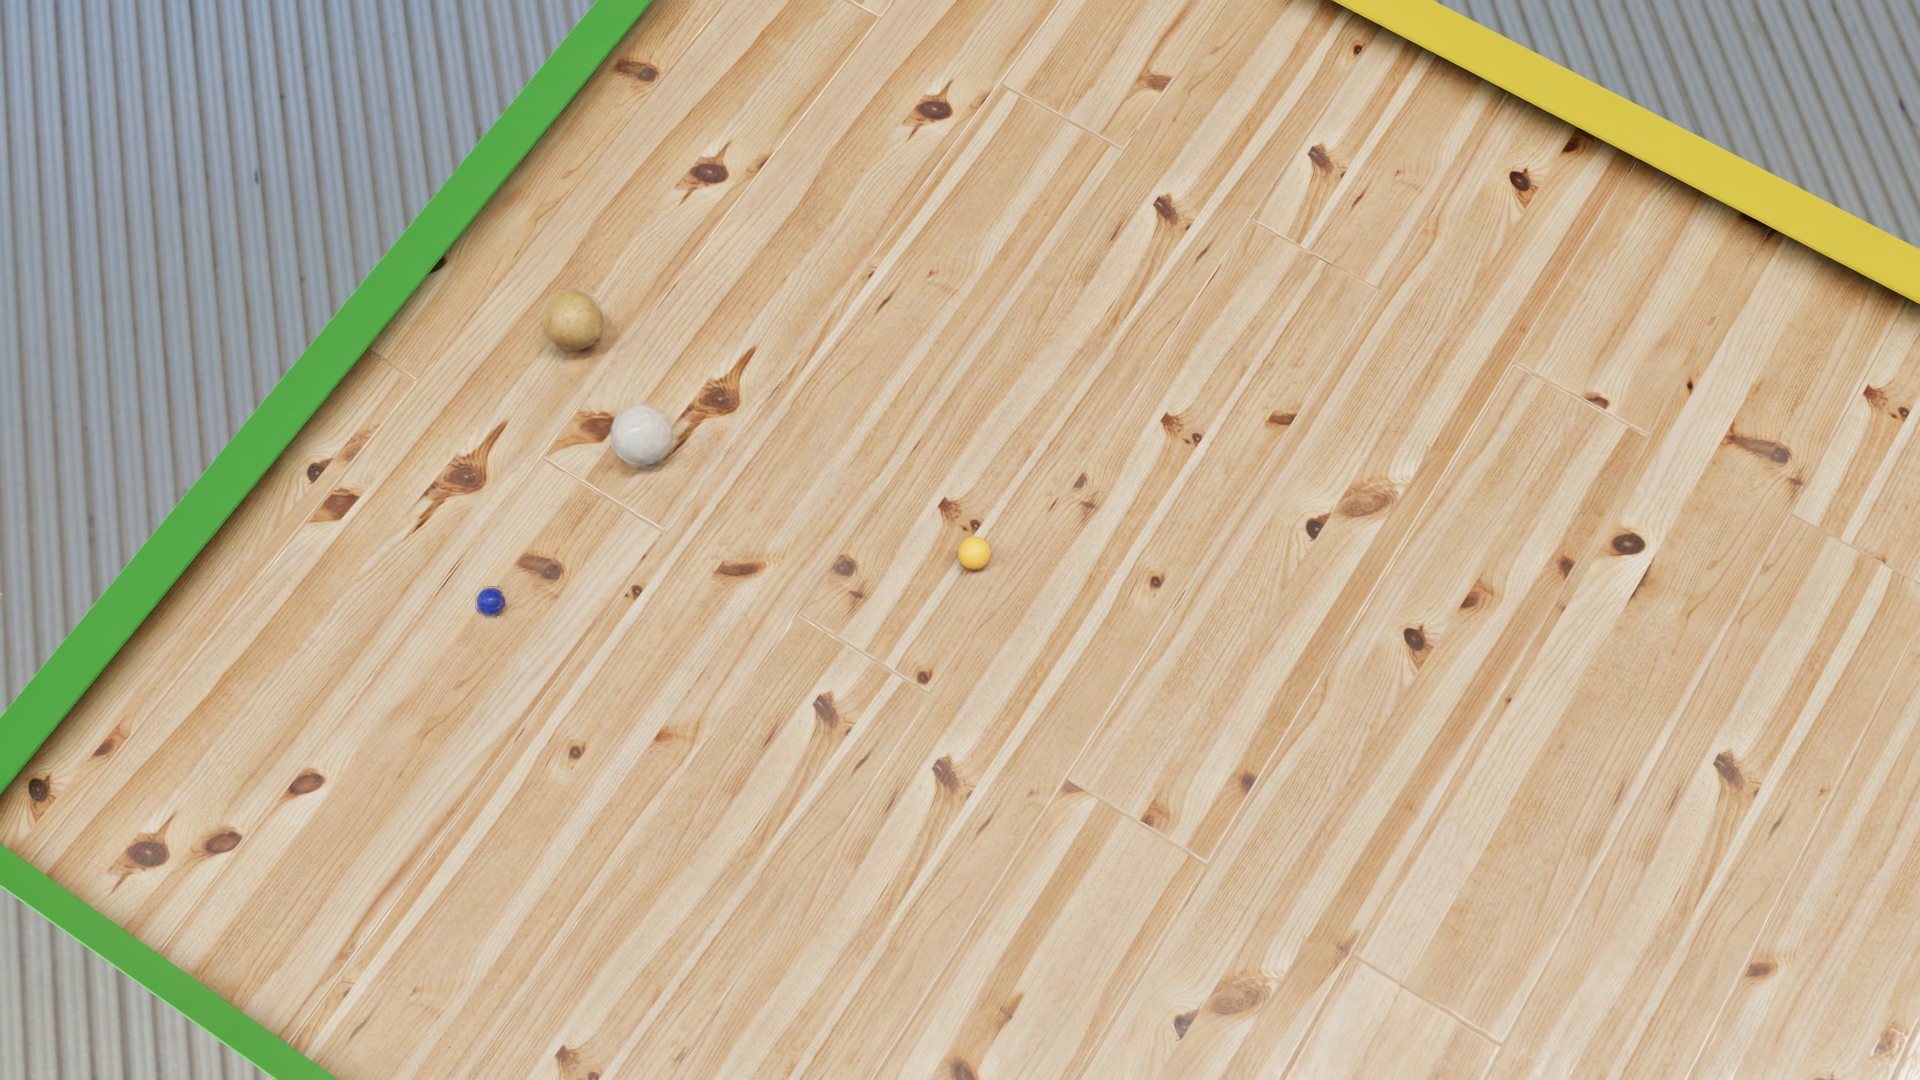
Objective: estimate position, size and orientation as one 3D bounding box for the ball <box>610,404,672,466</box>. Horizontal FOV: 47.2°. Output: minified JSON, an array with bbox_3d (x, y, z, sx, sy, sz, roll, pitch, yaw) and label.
[{"bbox_3d":[-0.511,-0.168,3.525,0.098,0.098,0.098,0,69,0],"label":"ball"}]

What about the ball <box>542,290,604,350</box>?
[{"bbox_3d":[-0.634,-0.359,3.601,0.098,0.098,0.098,0,69,0],"label":"ball"}]

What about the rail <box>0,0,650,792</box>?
[{"bbox_3d":[-0.849,-0.517,3.646,0.045,0.128,2.465,31,72,11],"label":"rail"}]

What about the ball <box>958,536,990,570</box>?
[{"bbox_3d":[0.023,0.021,3.476,0.052,0.052,0.052,0,69,0],"label":"ball"}]

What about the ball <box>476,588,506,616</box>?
[{"bbox_3d":[-0.736,0.097,3.451,0.044,0.044,0.044,0,69,0],"label":"ball"}]

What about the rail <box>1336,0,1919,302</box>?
[{"bbox_3d":[1.520,-0.443,3.616,4.123,0.128,0.045,31,72,11],"label":"rail"}]

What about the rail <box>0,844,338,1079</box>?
[{"bbox_3d":[0.217,1.453,2.871,4.123,0.128,0.045,31,72,11],"label":"rail"}]
